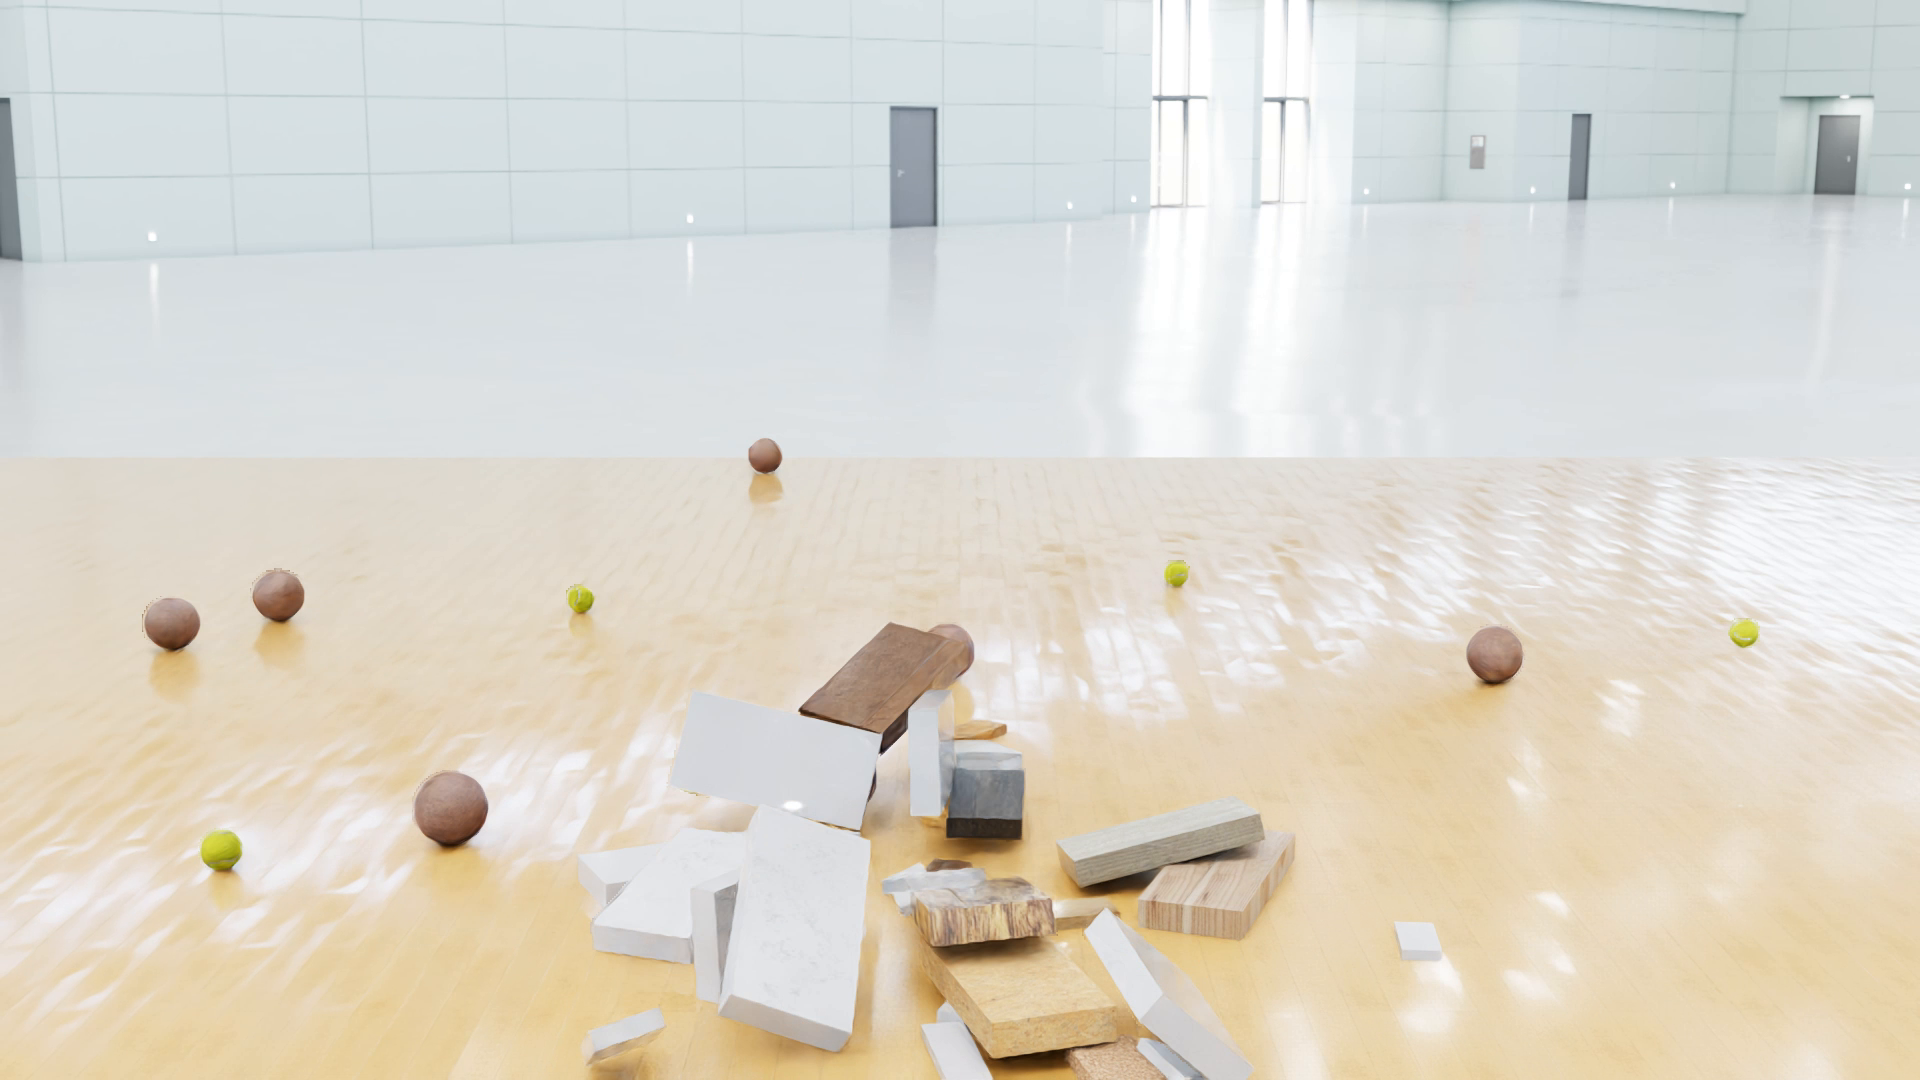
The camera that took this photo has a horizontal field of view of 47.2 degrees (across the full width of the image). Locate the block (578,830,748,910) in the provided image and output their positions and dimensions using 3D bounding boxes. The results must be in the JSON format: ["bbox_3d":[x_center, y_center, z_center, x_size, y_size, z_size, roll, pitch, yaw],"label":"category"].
[{"bbox_3d":[-0.466,0.556,3.723,0.325,0.046,0.162,-5,12,-25],"label":"block"}]

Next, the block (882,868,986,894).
[{"bbox_3d":[-0.041,0.535,3.458,0.148,0.021,0.074,-7,-3,16],"label":"block"}]

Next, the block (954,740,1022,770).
[{"bbox_3d":[0.025,0.423,4.317,0.131,0.037,0.261,2,0,-14],"label":"block"}]

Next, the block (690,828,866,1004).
[{"bbox_3d":[-0.271,0.565,3.332,0.048,0.169,0.338,3,11,36],"label":"block"}]

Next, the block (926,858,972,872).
[{"bbox_3d":[-0.029,0.571,3.720,0.066,0.019,0.131,3,11,15],"label":"block"}]

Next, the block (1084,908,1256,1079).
[{"bbox_3d":[0.283,0.631,3.032,0.169,0.048,0.338,41,1,-13],"label":"block"}]

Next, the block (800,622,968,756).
[{"bbox_3d":[-0.142,0.280,4.221,0.176,0.050,0.353,15,32,23],"label":"block"}]

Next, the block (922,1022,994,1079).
[{"bbox_3d":[0.009,0.718,2.933,0.061,0.017,0.338,-2,11,-11],"label":"block"}]

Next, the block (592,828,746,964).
[{"bbox_3d":[-0.437,0.564,3.517,0.162,0.046,0.325,5,22,18],"label":"block"}]

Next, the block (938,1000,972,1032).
[{"bbox_3d":[0.046,0.665,3.188,0.095,0.027,0.190,4,11,20],"label":"block"}]

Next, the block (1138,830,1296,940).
[{"bbox_3d":[0.434,0.565,3.672,0.169,0.048,0.418,4,11,20],"label":"block"}]

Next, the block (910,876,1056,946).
[{"bbox_3d":[0.028,0.558,3.320,0.177,0.050,0.355,-5,-3,-6],"label":"block"}]

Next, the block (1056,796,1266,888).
[{"bbox_3d":[0.338,0.511,3.742,0.325,0.046,0.162,-13,6,-7],"label":"block"}]

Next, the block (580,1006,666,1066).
[{"bbox_3d":[-0.448,0.658,2.914,0.095,0.027,0.190,-16,-14,-18],"label":"block"}]

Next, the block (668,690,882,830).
[{"bbox_3d":[-0.332,0.400,3.989,0.353,0.176,0.050,13,-8,1],"label":"block"}]

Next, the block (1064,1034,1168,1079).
[{"bbox_3d":[0.213,0.713,2.932,0.095,0.027,0.190,-3,11,-14],"label":"block"}]

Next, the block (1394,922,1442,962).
[{"bbox_3d":[0.714,0.626,3.430,0.061,0.017,0.121,1,11,6],"label":"block"}]

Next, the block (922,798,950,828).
[{"bbox_3d":[0.027,0.485,4.134,0.131,0.037,0.261,3,11,14],"label":"block"}]

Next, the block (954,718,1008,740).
[{"bbox_3d":[0.026,0.405,4.606,0.074,0.021,0.149,8,13,36],"label":"block"}]

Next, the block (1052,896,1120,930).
[{"bbox_3d":[0.176,0.603,3.540,0.149,0.021,0.074,-3,11,-14],"label":"block"}]

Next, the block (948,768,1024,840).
[{"bbox_3d":[0.049,0.476,3.980,0.130,0.037,0.261,1,13,3],"label":"block"}]

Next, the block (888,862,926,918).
[{"bbox_3d":[-0.078,0.575,3.620,0.066,0.019,0.131,-24,16,-7],"label":"block"}]

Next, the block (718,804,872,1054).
[{"bbox_3d":[-0.231,0.548,3.134,0.177,0.050,0.355,21,37,-13],"label":"block"}]

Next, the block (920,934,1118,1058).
[{"bbox_3d":[0.078,0.634,3.128,0.177,0.050,0.355,-5,10,-16],"label":"block"}]

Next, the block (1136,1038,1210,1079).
[{"bbox_3d":[0.290,0.703,2.929,0.061,0.017,0.121,22,4,-26],"label":"block"}]

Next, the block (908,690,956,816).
[{"bbox_3d":[-0.047,0.372,3.915,0.050,0.176,0.501,-2,0,3],"label":"block"}]
